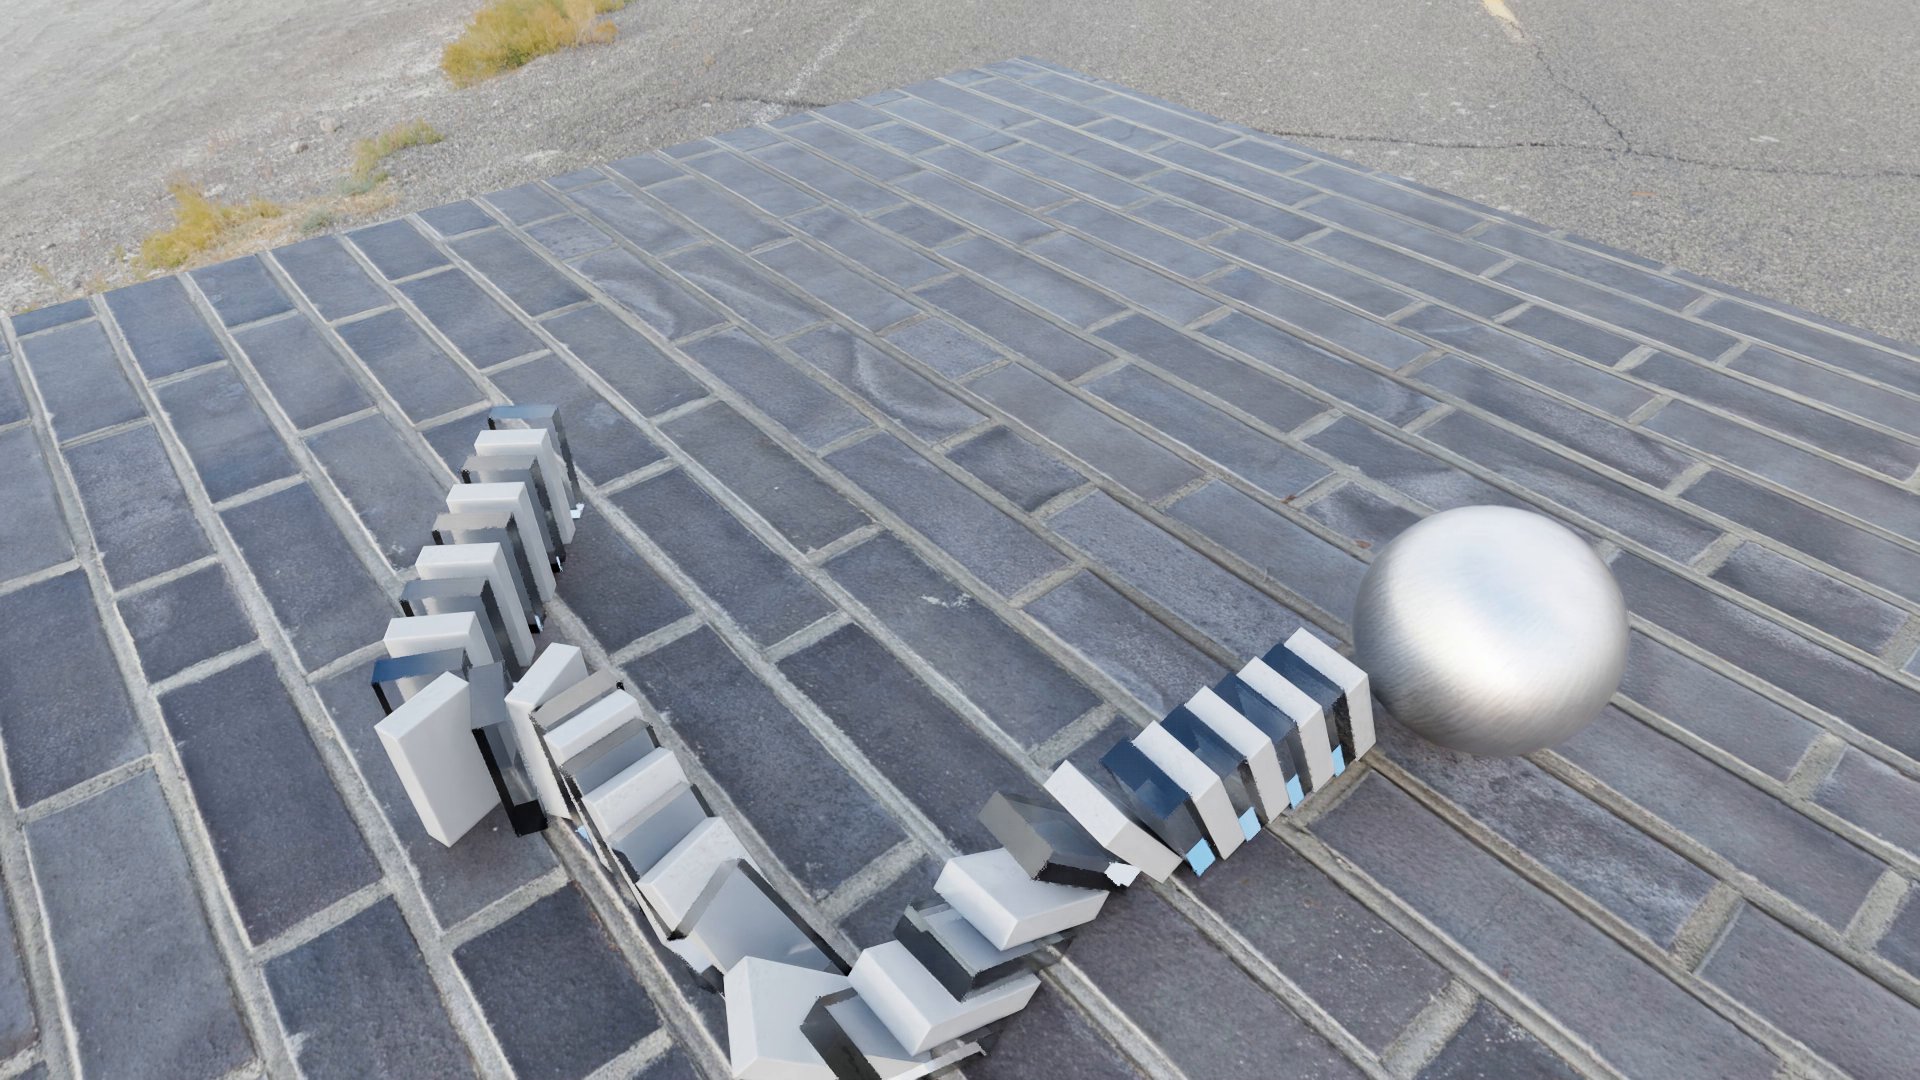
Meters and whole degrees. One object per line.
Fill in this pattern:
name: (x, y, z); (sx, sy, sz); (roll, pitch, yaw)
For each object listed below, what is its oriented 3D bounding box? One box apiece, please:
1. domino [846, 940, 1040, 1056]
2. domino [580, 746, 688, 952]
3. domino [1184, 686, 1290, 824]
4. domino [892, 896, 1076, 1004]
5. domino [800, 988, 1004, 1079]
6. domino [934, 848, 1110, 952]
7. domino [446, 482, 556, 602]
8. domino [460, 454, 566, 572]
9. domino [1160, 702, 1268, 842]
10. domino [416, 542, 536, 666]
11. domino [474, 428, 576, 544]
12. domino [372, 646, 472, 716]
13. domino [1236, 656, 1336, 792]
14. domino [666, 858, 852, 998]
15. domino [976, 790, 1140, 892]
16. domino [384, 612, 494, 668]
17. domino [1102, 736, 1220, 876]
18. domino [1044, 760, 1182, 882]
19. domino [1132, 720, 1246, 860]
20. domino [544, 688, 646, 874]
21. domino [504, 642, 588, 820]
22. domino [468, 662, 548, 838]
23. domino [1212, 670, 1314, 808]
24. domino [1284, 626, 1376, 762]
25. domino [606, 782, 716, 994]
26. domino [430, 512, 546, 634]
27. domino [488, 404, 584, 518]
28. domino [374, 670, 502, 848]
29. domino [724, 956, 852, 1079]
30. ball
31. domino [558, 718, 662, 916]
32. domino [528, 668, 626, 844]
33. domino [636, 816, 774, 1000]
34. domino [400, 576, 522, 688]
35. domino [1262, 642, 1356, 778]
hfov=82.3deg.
domino: (-0.003, 0.113, 0.282); (0.025, 0.009, 0.050); (37, 14, 33)
domino: (-0.082, 0.086, 0.308); (0.025, 0.050, 0.010); (-33, 19, -34)
domino: (0.084, 0.066, 0.332); (0.009, 0.050, 0.025); (-43, 51, -9)
domino: (0.008, 0.105, 0.292); (0.025, 0.009, 0.050); (35, 13, 32)
domino: (-0.013, 0.121, 0.272); (0.025, 0.009, 0.050); (38, 15, 33)
domino: (0.018, 0.097, 0.303); (0.025, 0.010, 0.050); (33, 12, 34)
domino: (-0.170, 0.002, 0.409); (0.025, 0.050, 0.009); (-2, 39, -3)
domino: (-0.171, -0.009, 0.423); (0.025, 0.050, 0.009); (-2, 39, -2)
domino: (0.076, 0.070, 0.327); (0.010, 0.050, 0.025); (-43, 51, -9)
domino: (-0.167, 0.024, 0.382); (0.025, 0.050, 0.010); (-3, 39, -4)
domino: (-0.172, -0.020, 0.436); (0.025, 0.050, 0.009); (-2, 39, -2)
domino: (-0.161, 0.056, 0.343); (0.025, 0.050, 0.009); (-9, 40, -11)
domino: (0.101, 0.058, 0.341); (0.009, 0.050, 0.025); (-43, 51, -9)
domino: (-0.049, 0.109, 0.284); (0.010, 0.050, 0.025); (-25, 21, 41)
domino: (0.029, 0.086, 0.312); (0.025, 0.050, 0.010); (40, 98, 41)
domino: (-0.164, 0.046, 0.356); (0.025, 0.050, 0.009); (-5, 40, -6)
domino: (0.059, 0.078, 0.317); (0.009, 0.050, 0.025); (-43, 51, -8)
domino: (0.045, 0.081, 0.315); (0.009, 0.050, 0.025); (-48, 52, -2)
domino: (0.068, 0.074, 0.322); (0.009, 0.050, 0.025); (-43, 51, -8)
domino: (-0.100, 0.072, 0.323); (0.010, 0.050, 0.025); (19, 41, 42)
domino: (-0.122, 0.059, 0.338); (0.010, 0.050, 0.025); (8, 37, 13)
domino: (-0.137, 0.064, 0.333); (0.010, 0.050, 0.025); (-14, 41, -16)
domino: (0.093, 0.062, 0.337); (0.009, 0.050, 0.025); (-43, 51, -9)
domino: (0.118, 0.050, 0.351); (0.009, 0.050, 0.025); (-43, 51, -9)
domino: (-0.072, 0.094, 0.300); (0.025, 0.050, 0.010); (-36, 15, -36)
domino: (-0.169, 0.013, 0.396); (0.025, 0.050, 0.009); (-2, 39, -3)
domino: (-0.173, -0.031, 0.450); (0.025, 0.050, 0.009); (-2, 39, -3)
domino: (-0.154, 0.066, 0.330); (0.010, 0.050, 0.025); (20, 44, 23)
domino: (-0.034, 0.121, 0.271); (0.050, 0.010, 0.025); (29, 26, -35)
ball: (0.168, 0.029, 0.353); (0.080, 0.080, 0.080); (0, 39, 0)
domino: (-0.092, 0.079, 0.315); (0.025, 0.050, 0.009); (-33, 27, -34)
domino: (-0.109, 0.065, 0.331); (0.010, 0.050, 0.025); (26, 46, 36)
domino: (-0.060, 0.101, 0.292); (0.010, 0.050, 0.025); (-19, 17, 48)
domino: (-0.166, 0.035, 0.369); (0.025, 0.050, 0.009); (-4, 39, -4)
domino: (0.110, 0.054, 0.346); (0.010, 0.050, 0.025); (-43, 51, -9)
